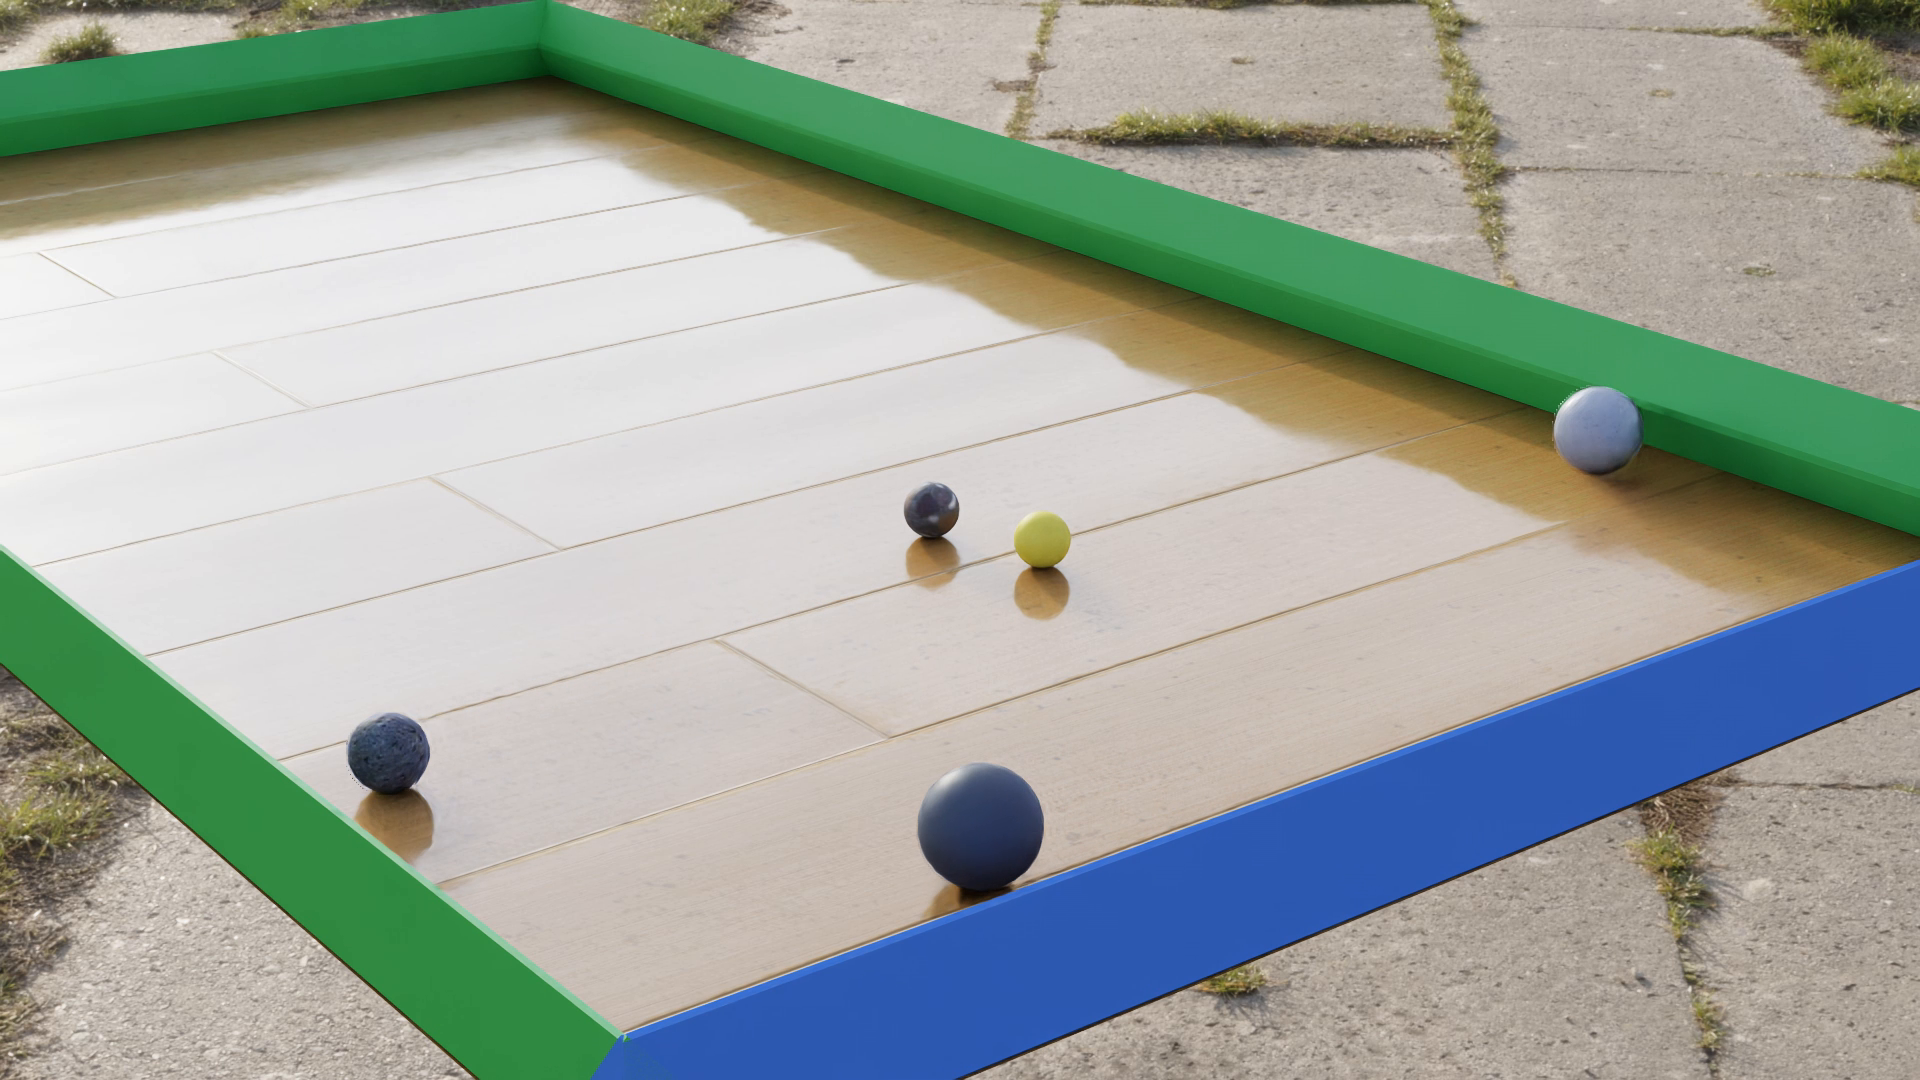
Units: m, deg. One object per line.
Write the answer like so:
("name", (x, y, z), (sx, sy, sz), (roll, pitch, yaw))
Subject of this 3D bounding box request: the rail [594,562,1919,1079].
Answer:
("rail", (0.392, 0.159, 2.092), (1.493, 0.114, 0.045), (-15, 26, -34))

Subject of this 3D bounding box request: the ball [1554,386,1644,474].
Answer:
("ball", (0.612, -0.105, 2.817), (0.084, 0.084, 0.084), (0, 21, 0))

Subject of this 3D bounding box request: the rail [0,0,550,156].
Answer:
("rail", (-1.204, -0.596, 4.038), (1.493, 0.114, 0.045), (-15, 26, -34))

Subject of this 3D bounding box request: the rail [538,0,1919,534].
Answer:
("rail", (0.168, -0.377, 3.475), (0.045, 0.114, 2.675), (-15, 26, -34))

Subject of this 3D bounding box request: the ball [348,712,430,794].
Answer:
("ball", (-0.423, 0.157, 2.175), (0.060, 0.060, 0.060), (0, 21, 0))

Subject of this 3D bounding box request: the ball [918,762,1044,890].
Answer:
("ball", (0.014, 0.198, 2.032), (0.088, 0.088, 0.088), (0, 21, 0))

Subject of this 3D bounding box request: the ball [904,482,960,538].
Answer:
("ball", (-0.026, -0.028, 2.663), (0.051, 0.051, 0.051), (0, 21, 0))

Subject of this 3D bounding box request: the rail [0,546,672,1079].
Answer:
("rail", (-0.981, -0.059, 2.656), (0.045, 0.114, 2.675), (-15, 26, -34))

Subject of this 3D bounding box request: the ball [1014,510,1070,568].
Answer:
("ball", (0.073, 0.000, 2.594), (0.051, 0.051, 0.051), (0, 21, 0))
